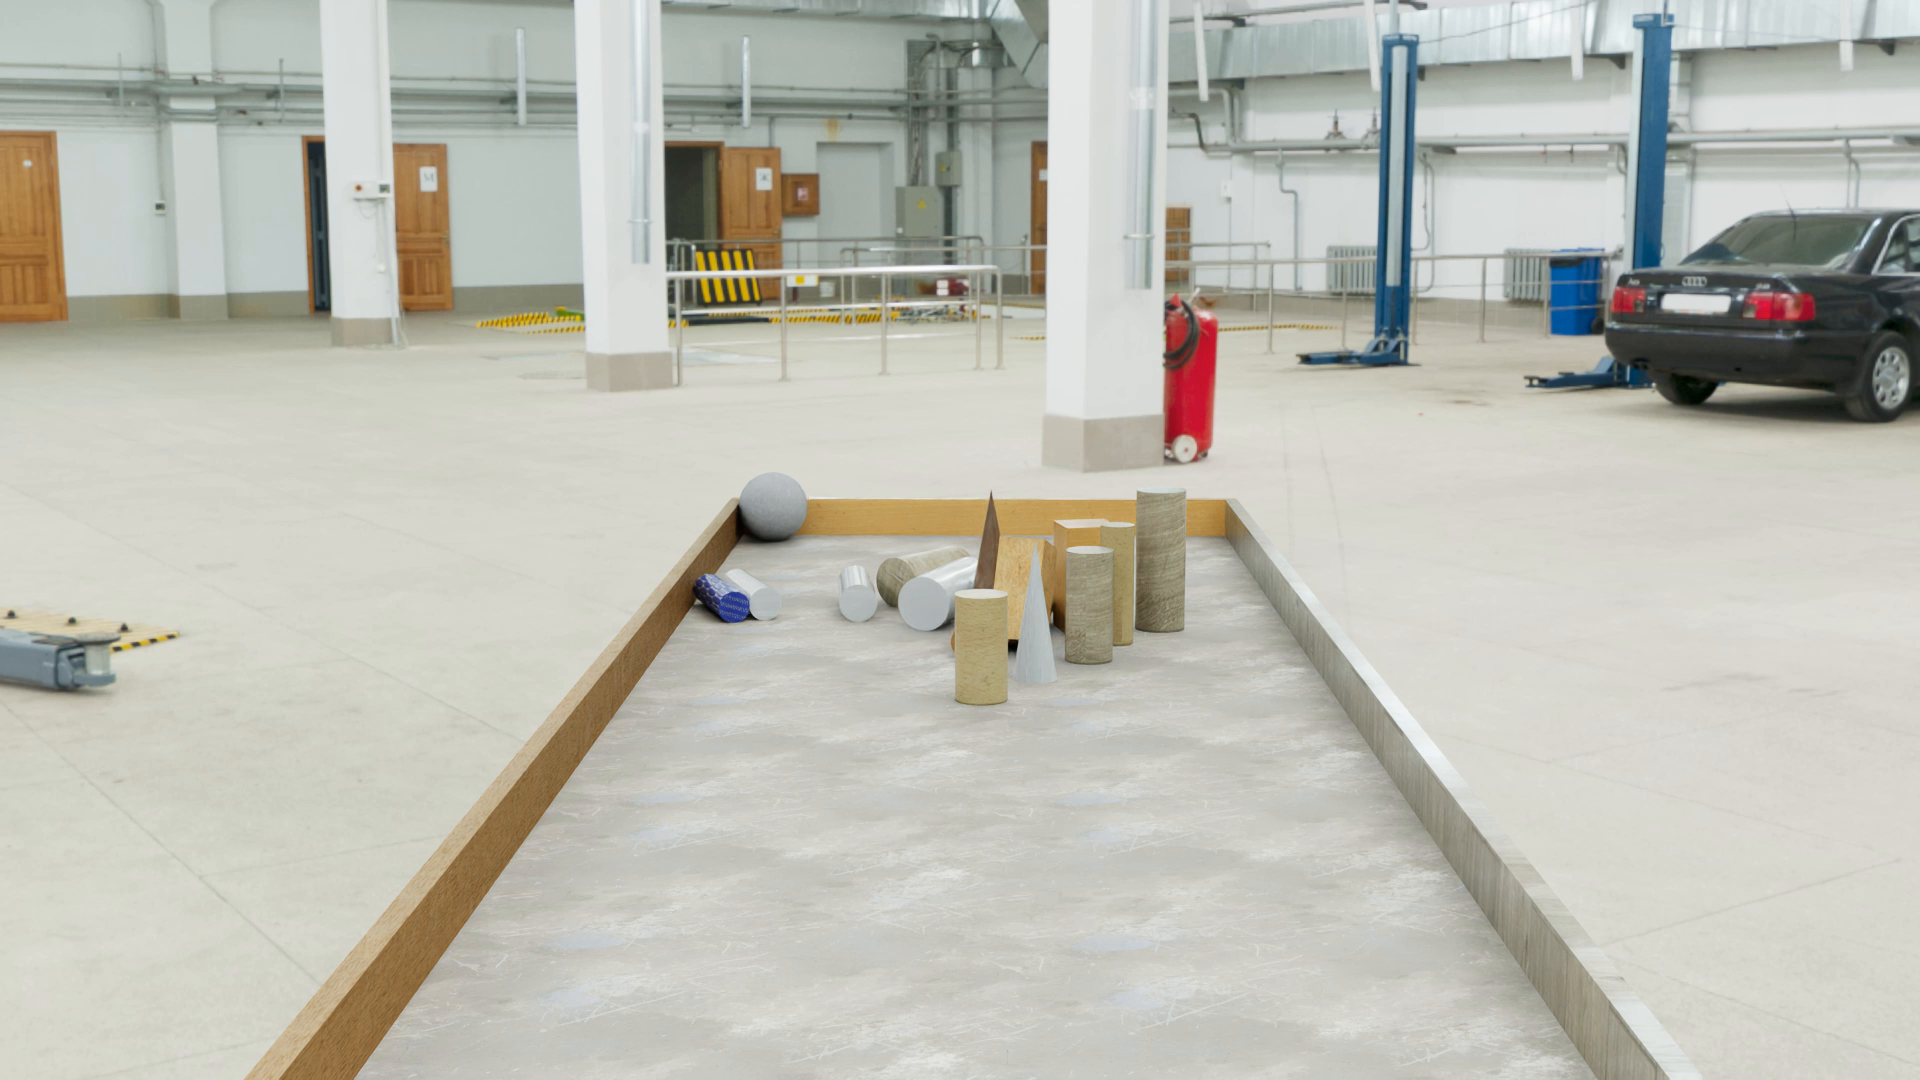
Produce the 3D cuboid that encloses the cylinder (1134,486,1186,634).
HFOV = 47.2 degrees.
[{"bbox_3d":[0.652,0.063,7.153,0.162,0.457,0.162,0,9,0],"label":"cylinder"}]

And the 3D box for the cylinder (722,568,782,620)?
[{"bbox_3d":[-0.713,0.184,7.494,0.111,0.111,0.392,-3,10,-20],"label":"cylinder"}]

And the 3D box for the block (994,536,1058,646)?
[{"bbox_3d":[0.197,0.164,6.855,0.146,0.318,0.146,3,-11,19],"label":"block"}]

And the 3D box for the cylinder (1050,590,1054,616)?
[{"bbox_3d":[0.245,0.229,7.210,0.112,0.112,0.361,1,9,7],"label":"cylinder"}]

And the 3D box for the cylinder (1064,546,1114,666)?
[{"bbox_3d":[0.392,0.198,6.675,0.146,0.340,0.146,0,9,0],"label":"cylinder"}]

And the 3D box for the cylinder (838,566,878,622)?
[{"bbox_3d":[-0.351,0.180,7.475,0.126,0.126,0.380,-1,9,-4],"label":"cylinder"}]

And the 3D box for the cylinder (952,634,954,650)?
[{"bbox_3d":[0.042,0.289,6.863,0.101,0.101,0.309,1,9,7],"label":"cylinder"}]

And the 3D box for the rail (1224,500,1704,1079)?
[{"bbox_3d":[1.046,0.843,3.208,0.050,0.150,12.000,0,9,1],"label":"rail"}]

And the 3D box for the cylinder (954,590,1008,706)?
[{"bbox_3d":[0.060,0.299,6.155,0.149,0.302,0.149,0,9,0],"label":"cylinder"}]

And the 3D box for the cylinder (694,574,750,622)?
[{"bbox_3d":[-0.809,0.195,7.443,0.105,0.105,0.372,-3,10,-20],"label":"cylinder"}]

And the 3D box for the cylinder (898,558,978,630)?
[{"bbox_3d":[-0.045,0.177,7.323,0.179,0.179,0.414,3,10,21],"label":"cylinder"}]

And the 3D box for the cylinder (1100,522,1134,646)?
[{"bbox_3d":[0.494,0.139,6.925,0.108,0.379,0.108,0,9,0],"label":"cylinder"}]

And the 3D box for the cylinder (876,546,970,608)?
[{"bbox_3d":[-0.119,0.125,7.665,0.173,0.173,0.336,7,11,37],"label":"cylinder"}]

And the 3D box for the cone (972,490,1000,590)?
[{"bbox_3d":[0.104,0.052,7.231,0.173,0.449,0.173,-1,11,0],"label":"cone"}]

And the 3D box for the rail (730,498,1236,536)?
[{"bbox_3d":[0.099,-0.098,9.147,2.100,0.150,0.050,0,9,1],"label":"rail"}]

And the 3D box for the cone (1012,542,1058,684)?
[{"bbox_3d":[0.219,0.201,6.411,0.132,0.417,0.132,0,9,0],"label":"cone"}]

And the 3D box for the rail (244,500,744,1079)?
[{"bbox_3d":[-1.004,0.839,3.234,0.050,0.150,12.000,0,9,1],"label":"rail"}]

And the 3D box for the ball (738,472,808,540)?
[{"bbox_3d":[-0.763,-0.137,8.977,0.281,0.281,0.281,0,9,0],"label":"ball"}]

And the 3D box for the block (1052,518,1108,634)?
[{"bbox_3d":[0.409,0.117,7.166,0.172,0.346,0.172,-2,9,-12],"label":"block"}]
